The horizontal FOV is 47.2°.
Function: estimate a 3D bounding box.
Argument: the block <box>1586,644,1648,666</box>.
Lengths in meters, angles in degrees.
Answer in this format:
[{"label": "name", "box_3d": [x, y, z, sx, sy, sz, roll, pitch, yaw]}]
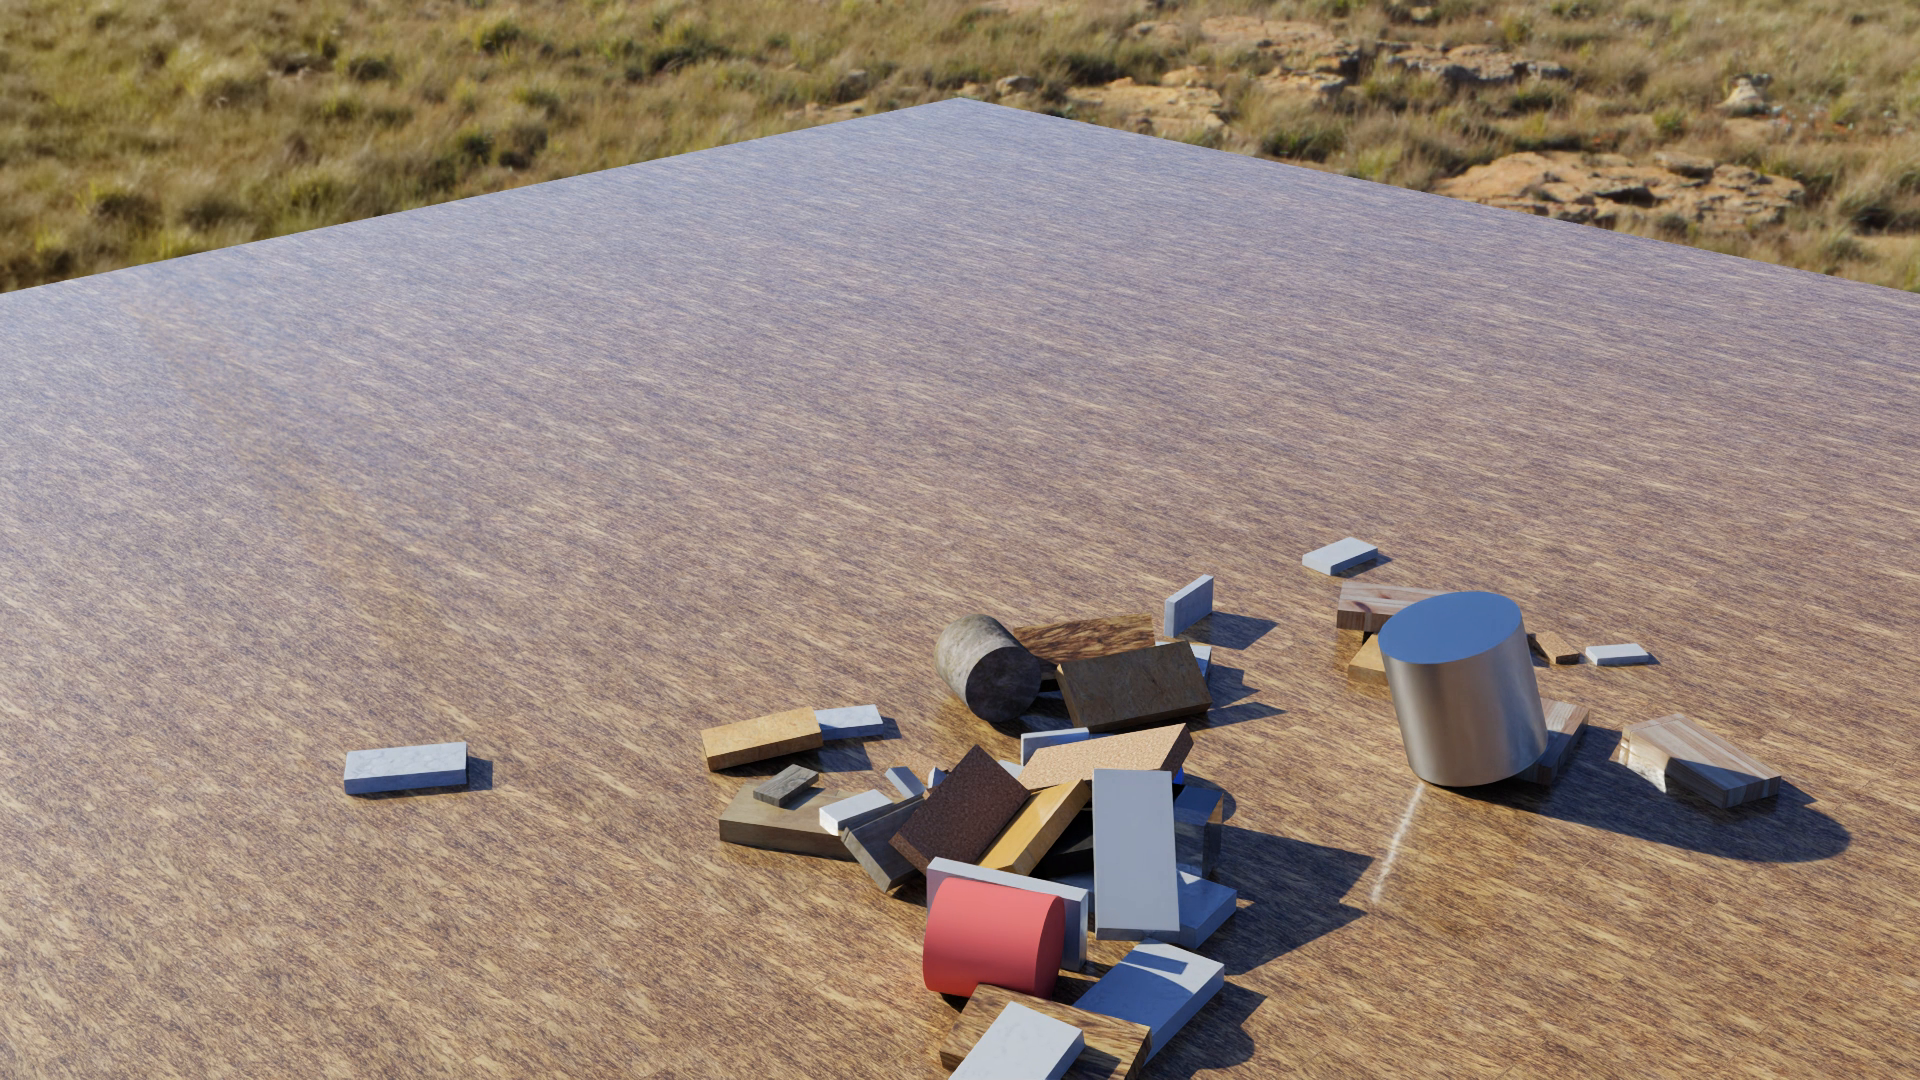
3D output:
[{"label": "block", "box_3d": [1.527, 0.266, 5.112, 0.125, 0.018, 0.063, -3, 23, -8]}]

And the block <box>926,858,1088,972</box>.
[{"label": "block", "box_3d": [0.084, 0.676, 3.978, 0.295, 0.148, 0.042, 9, 25, 21]}]

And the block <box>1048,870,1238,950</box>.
[{"label": "block", "box_3d": [0.342, 0.665, 4.135, 0.316, 0.045, 0.158, 15, 27, 31]}]

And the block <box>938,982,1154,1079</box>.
[{"label": "block", "box_3d": [0.143, 0.843, 3.651, 0.316, 0.045, 0.158, 9, 40, 26]}]

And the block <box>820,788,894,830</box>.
[{"label": "block", "box_3d": [-0.205, 0.533, 4.356, 0.131, 0.019, 0.066, -16, 28, -32]}]

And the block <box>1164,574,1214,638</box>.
[{"label": "block", "box_3d": [0.549, 0.158, 5.271, 0.026, 0.092, 0.184, 16, 28, 33]}]

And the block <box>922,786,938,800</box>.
[{"label": "block", "box_3d": [0.004, 0.508, 4.344, 0.142, 0.020, 0.071, -12, 52, -37]}]

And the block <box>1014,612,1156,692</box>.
[{"label": "block", "box_3d": [0.284, 0.257, 4.971, 0.315, 0.045, 0.158, -6, 49, 1]}]

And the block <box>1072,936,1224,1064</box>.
[{"label": "block", "box_3d": [0.313, 0.803, 3.810, 0.158, 0.045, 0.316, 15, 27, 31]}]

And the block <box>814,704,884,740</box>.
[{"label": "block", "box_3d": [-0.267, 0.399, 4.786, 0.184, 0.026, 0.092, -5, 24, -12]}]

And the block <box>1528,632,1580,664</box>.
[{"label": "block", "box_3d": [1.389, 0.250, 5.148, 0.063, 0.018, 0.125, -7, 24, -15]}]

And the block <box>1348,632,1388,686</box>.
[{"label": "block", "box_3d": [1.010, 0.255, 5.115, 0.122, 0.035, 0.313, 11, 25, 25]}]

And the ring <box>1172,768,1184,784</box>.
[{"label": "ring", "box_3d": [0.341, 0.480, 4.529, 0.238, 0.079, 0.238, 0, 22, 0]}]

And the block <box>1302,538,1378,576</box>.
[{"label": "block", "box_3d": [0.974, 0.041, 5.631, 0.184, 0.026, 0.092, -18, 29, -37]}]

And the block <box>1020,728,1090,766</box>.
[{"label": "block", "box_3d": [0.200, 0.438, 4.637, 0.142, 0.071, 0.020, -5, 23, -11]}]

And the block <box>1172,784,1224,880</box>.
[{"label": "block", "box_3d": [0.421, 0.567, 4.248, 0.137, 0.137, 0.137, 9, 25, 20]}]

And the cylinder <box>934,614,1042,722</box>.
[{"label": "cylinder", "box_3d": [0.060, 0.282, 4.864, 0.182, 0.182, 0.182, -9, 25, -21]}]

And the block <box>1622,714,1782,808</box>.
[{"label": "block", "box_3d": [1.553, 0.461, 4.619, 0.152, 0.043, 0.304, -10, 25, -23]}]

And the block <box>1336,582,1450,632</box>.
[{"label": "block", "box_3d": [1.072, 0.169, 5.212, 0.341, 0.048, 0.171, 5, 24, 12]}]

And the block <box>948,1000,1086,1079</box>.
[{"label": "block", "box_3d": [0.067, 0.877, 3.549, 0.141, 0.040, 0.282, 15, 43, 32]}]

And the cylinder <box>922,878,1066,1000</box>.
[{"label": "cylinder", "box_3d": [0.061, 0.705, 3.843, 0.200, 0.200, 0.200, 7, 24, 16]}]

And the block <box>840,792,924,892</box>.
[{"label": "block", "box_3d": [-0.080, 0.573, 4.276, 0.282, 0.040, 0.141, -20, 57, -41]}]

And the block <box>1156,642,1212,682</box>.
[{"label": "block", "box_3d": [0.410, 0.283, 5.036, 0.315, 0.045, 0.158, 5, 23, 11]}]

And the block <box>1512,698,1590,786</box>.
[{"label": "block", "box_3d": [1.230, 0.424, 4.707, 0.152, 0.043, 0.304, 12, 26, 27]}]

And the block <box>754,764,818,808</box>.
[{"label": "block", "box_3d": [-0.351, 0.496, 4.444, 0.066, 0.019, 0.131, 14, 27, 31]}]

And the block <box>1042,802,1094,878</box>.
[{"label": "block", "box_3d": [0.239, 0.564, 4.277, 0.152, 0.043, 0.304, -12, 14, 6]}]

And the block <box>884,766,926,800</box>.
[{"label": "block", "box_3d": [-0.089, 0.510, 4.432, 0.131, 0.019, 0.066, 46, 20, 23]}]

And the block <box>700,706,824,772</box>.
[{"label": "block", "box_3d": [-0.423, 0.422, 4.682, 0.245, 0.035, 0.122, -12, 25, -9]}]

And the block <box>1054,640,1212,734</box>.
[{"label": "block", "box_3d": [0.382, 0.324, 4.829, 0.315, 0.045, 0.157, -9, 62, -20]}]

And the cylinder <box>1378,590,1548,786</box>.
[{"label": "cylinder", "box_3d": [1.045, 0.307, 4.568, 0.294, 0.294, 0.294, -16, 23, 7]}]

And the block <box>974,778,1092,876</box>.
[{"label": "block", "box_3d": [0.129, 0.568, 4.221, 0.141, 0.040, 0.282, -23, 15, 43]}]

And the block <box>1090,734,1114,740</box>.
[{"label": "block", "box_3d": [0.307, 0.445, 4.692, 0.054, 0.015, 0.108, 0, 23, -1]}]

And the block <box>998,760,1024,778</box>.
[{"label": "block", "box_3d": [0.118, 0.490, 4.587, 0.108, 0.015, 0.054, 14, 27, 29]}]

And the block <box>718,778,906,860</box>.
[{"label": "block", "box_3d": [-0.289, 0.558, 4.384, 0.341, 0.048, 0.171, 6, 24, 14]}]

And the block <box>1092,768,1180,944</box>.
[{"label": "block", "box_3d": [0.323, 0.581, 4.076, 0.148, 0.042, 0.350, 2, 49, -1]}]

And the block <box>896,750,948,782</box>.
[{"label": "block", "box_3d": [-0.081, 0.476, 4.619, 0.054, 0.015, 0.108, -19, 30, -38]}]

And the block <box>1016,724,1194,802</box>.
[{"label": "block", "box_3d": [0.280, 0.455, 4.380, 0.341, 0.048, 0.171, -13, 20, 30]}]

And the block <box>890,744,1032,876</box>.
[{"label": "block", "box_3d": [0.003, 0.538, 4.267, 0.148, 0.042, 0.295, 42, 46, 4]}]

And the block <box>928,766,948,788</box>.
[{"label": "block", "box_3d": [-0.032, 0.517, 4.459, 0.071, 0.020, 0.142, 35, 18, -9]}]

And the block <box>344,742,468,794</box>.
[{"label": "block", "box_3d": [-1.156, 0.476, 4.596, 0.245, 0.035, 0.122, -4, 23, -10]}]
